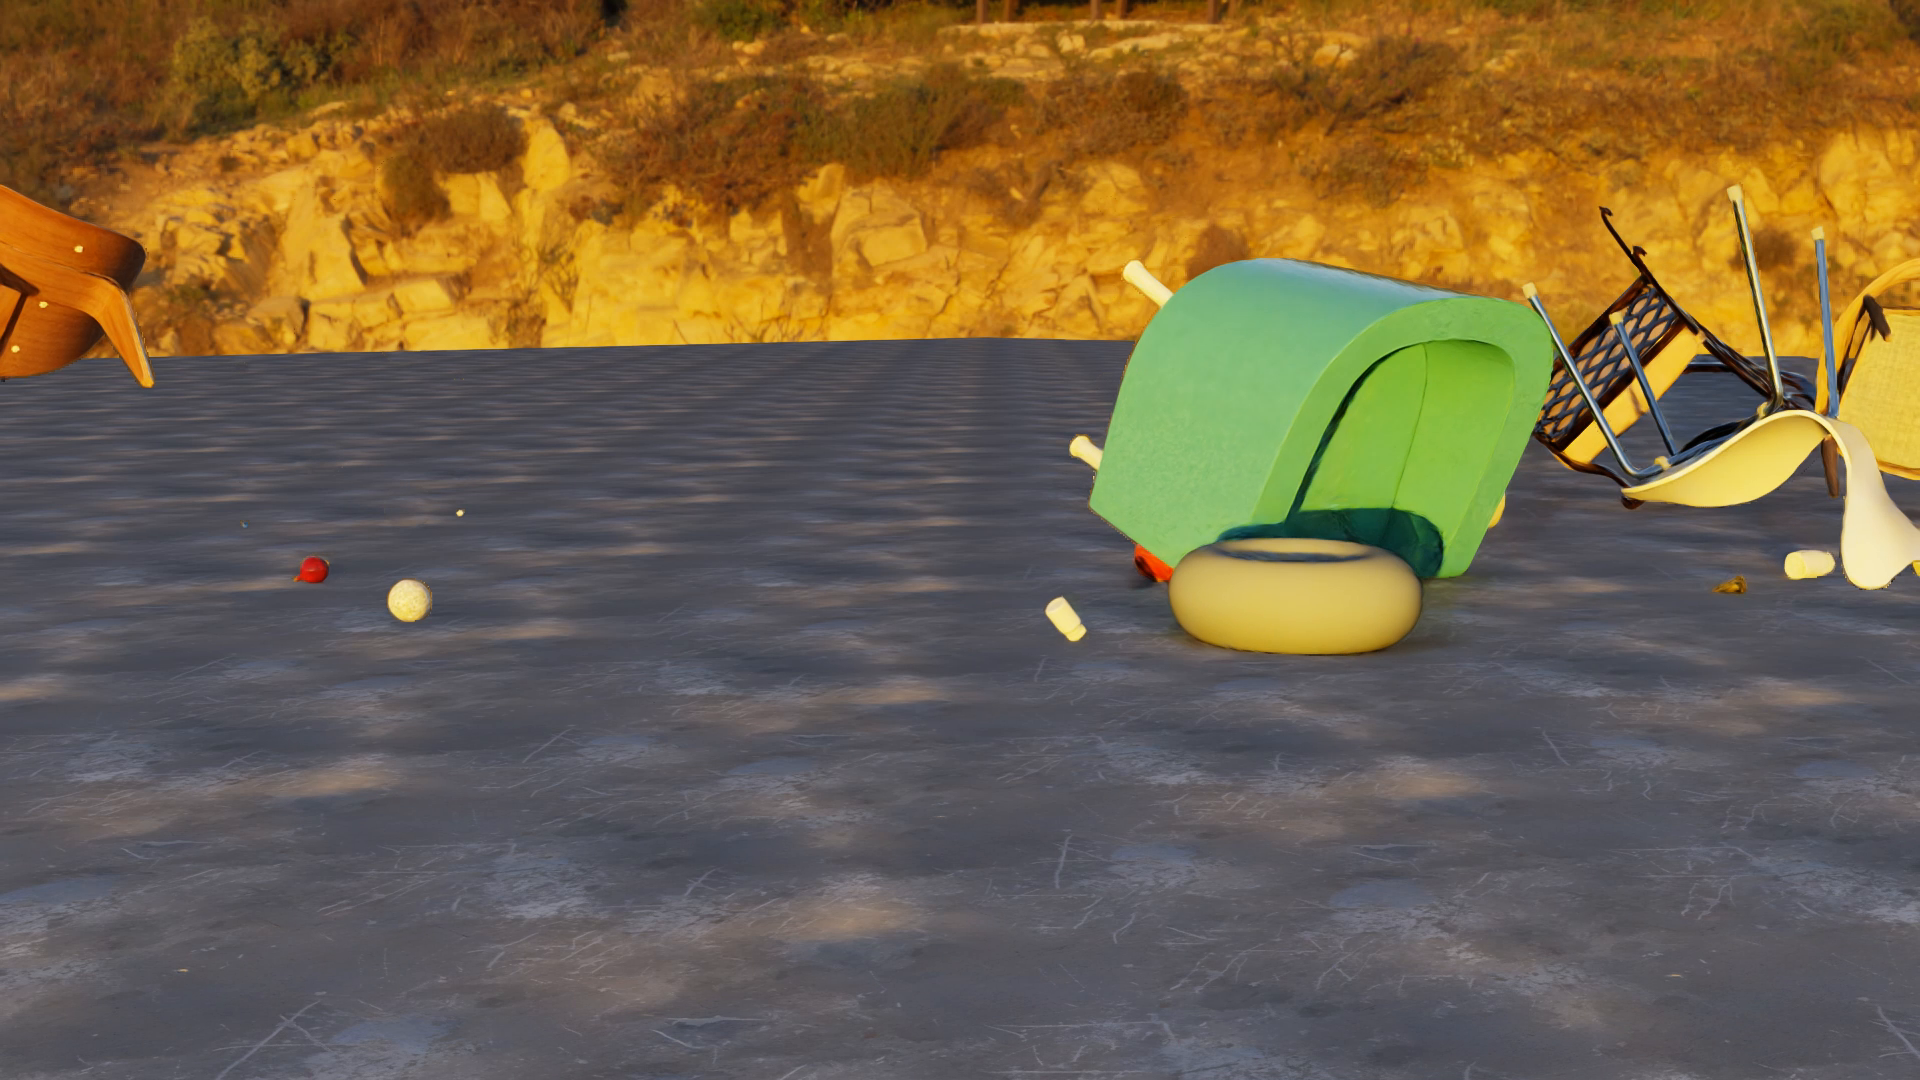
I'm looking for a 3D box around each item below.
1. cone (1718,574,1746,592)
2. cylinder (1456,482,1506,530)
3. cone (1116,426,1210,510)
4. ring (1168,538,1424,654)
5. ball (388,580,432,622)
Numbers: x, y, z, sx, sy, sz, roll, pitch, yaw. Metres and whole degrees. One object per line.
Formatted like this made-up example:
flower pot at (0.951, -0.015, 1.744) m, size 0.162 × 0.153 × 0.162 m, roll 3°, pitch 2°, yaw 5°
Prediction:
cone at (1.596, 0.101, 5.342) m, size 0.050 × 0.036 × 0.065 m, roll 29°, pitch -45°, yaw -32°
cylinder at (1.349, -0.087, 6.647) m, size 0.078 × 0.133 × 0.086 m, roll -5°, pitch 37°, yaw -30°
cone at (0.621, -0.144, 7.220) m, size 0.219 × 0.273 × 0.314 m, roll 33°, pitch -42°, yaw -16°
ring at (0.602, 0.100, 4.627) m, size 0.405 × 0.165 × 0.484 m, roll -10°, pitch 12°, yaw -44°
ball at (-1.052, 0.115, 4.904) m, size 0.080 × 0.080 × 0.080 m, roll 0°, pitch 6°, yaw 0°
